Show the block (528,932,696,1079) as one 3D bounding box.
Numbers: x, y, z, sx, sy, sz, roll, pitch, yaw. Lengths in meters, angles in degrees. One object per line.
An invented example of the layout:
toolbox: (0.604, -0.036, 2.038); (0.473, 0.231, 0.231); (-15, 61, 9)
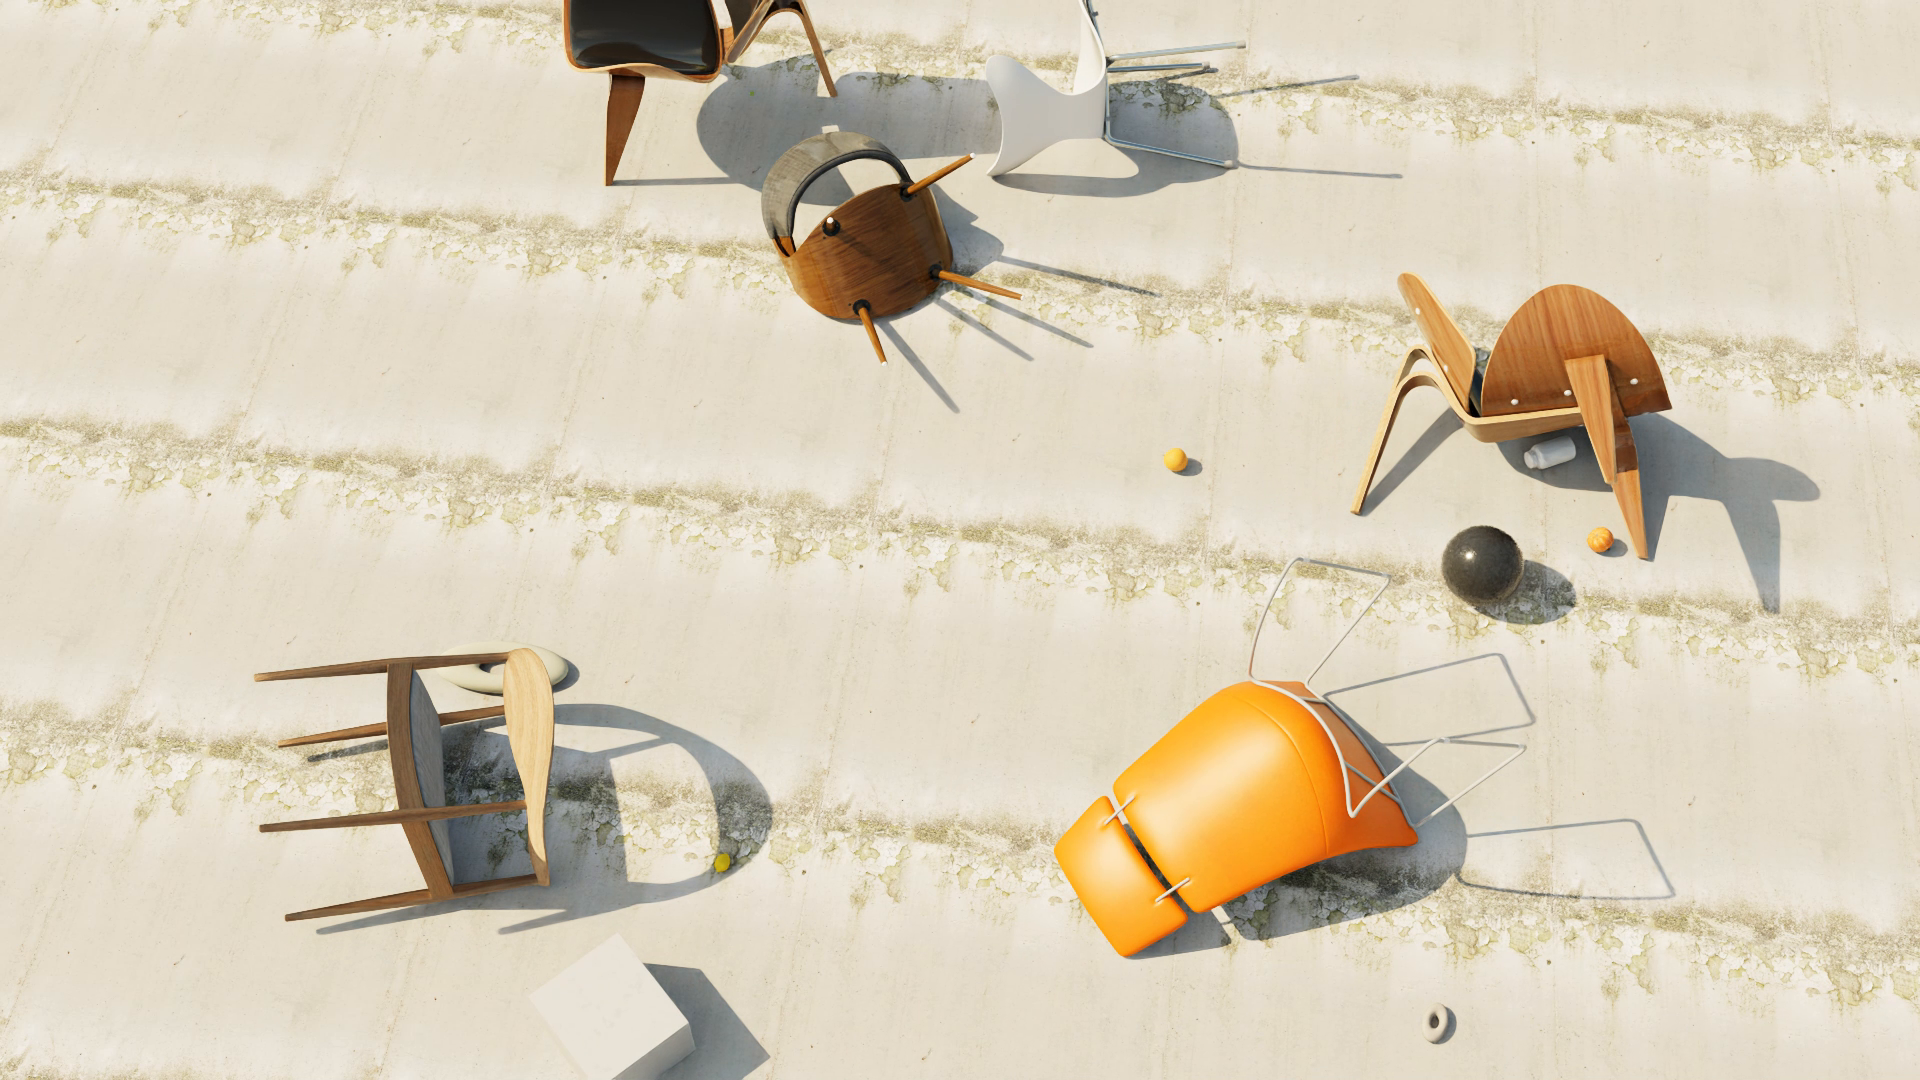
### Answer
block: (-0.889, 1.237, 5.633); (0.275, 0.185, 0.315); (-34, 63, -21)

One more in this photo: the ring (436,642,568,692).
ring: (-1.314, 0.364, 6.301); (0.387, 0.048, 0.168); (3, 55, 2)

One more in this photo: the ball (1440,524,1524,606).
ball: (1.516, 0.074, 6.382); (0.236, 0.236, 0.236); (0, 56, 0)

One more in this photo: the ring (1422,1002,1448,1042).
ring: (1.234, 1.253, 5.714); (0.067, 0.032, 0.111); (18, 59, 10)
